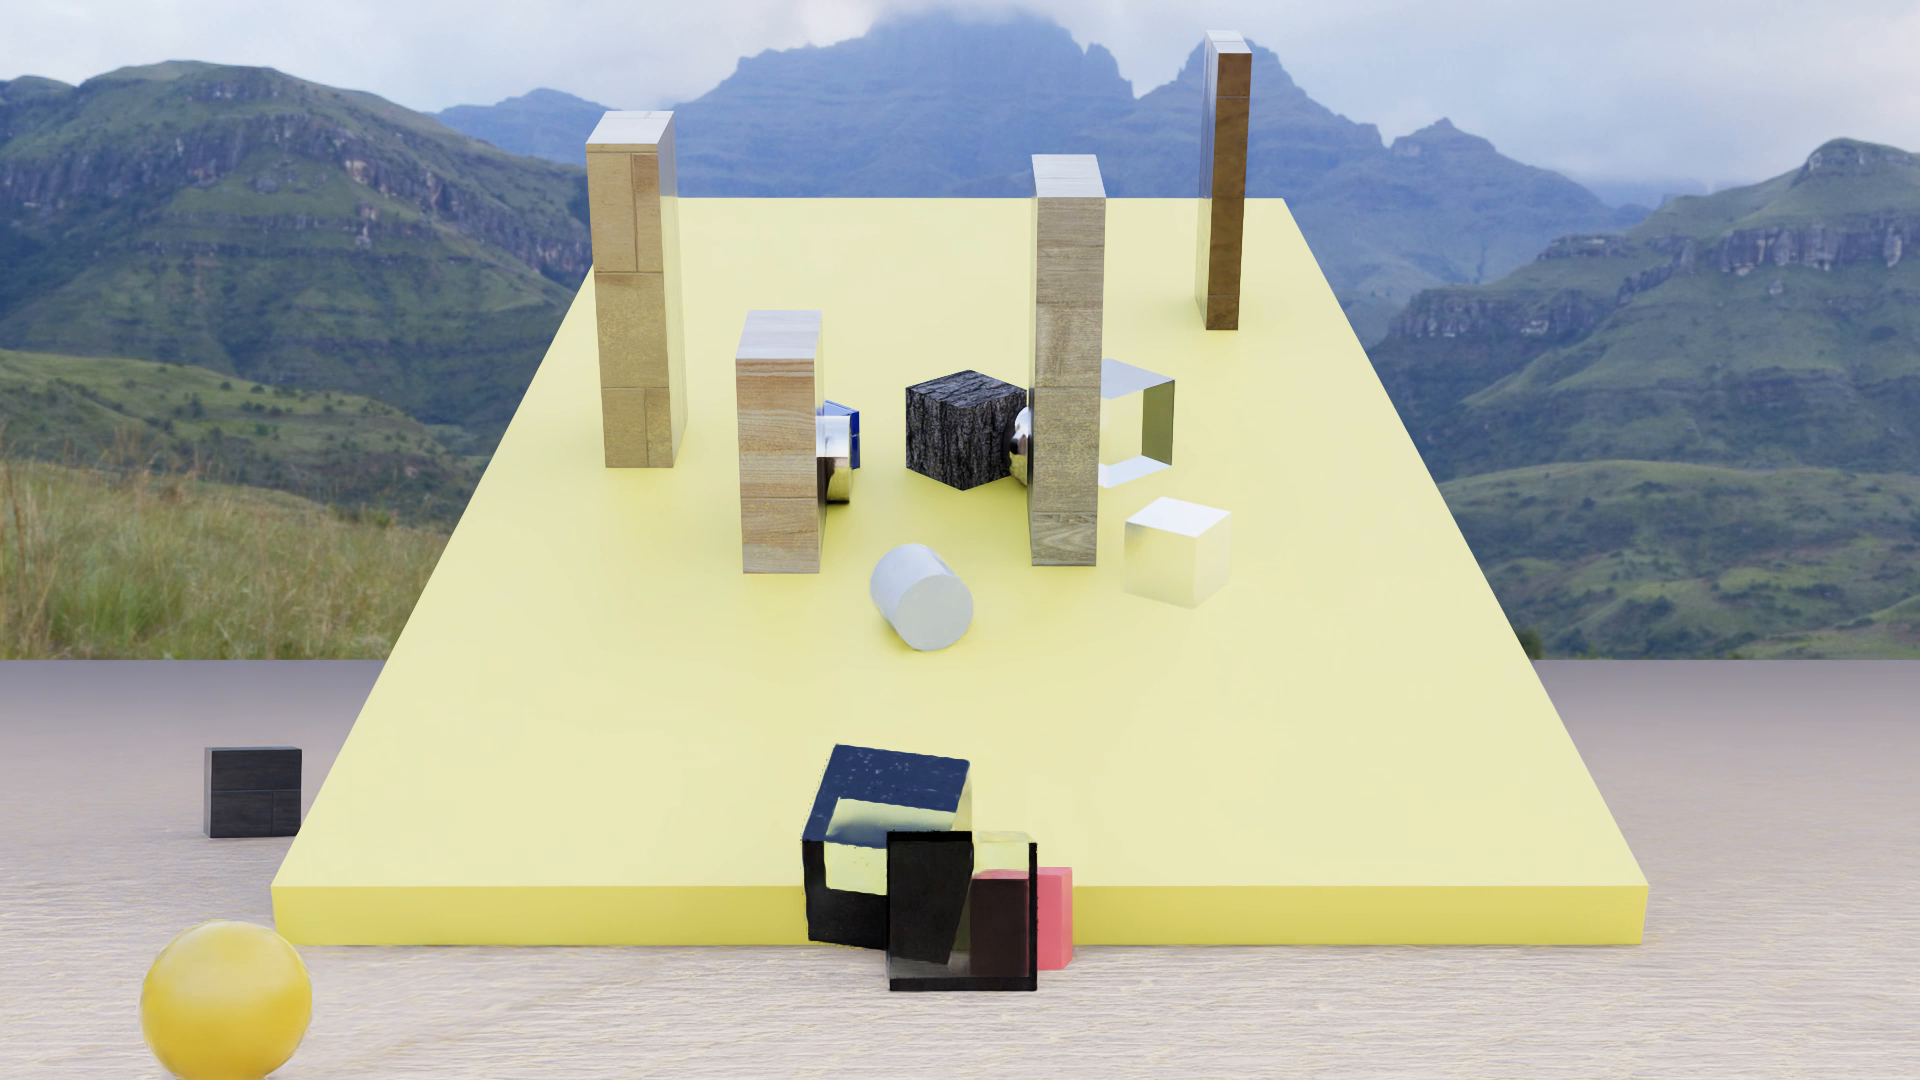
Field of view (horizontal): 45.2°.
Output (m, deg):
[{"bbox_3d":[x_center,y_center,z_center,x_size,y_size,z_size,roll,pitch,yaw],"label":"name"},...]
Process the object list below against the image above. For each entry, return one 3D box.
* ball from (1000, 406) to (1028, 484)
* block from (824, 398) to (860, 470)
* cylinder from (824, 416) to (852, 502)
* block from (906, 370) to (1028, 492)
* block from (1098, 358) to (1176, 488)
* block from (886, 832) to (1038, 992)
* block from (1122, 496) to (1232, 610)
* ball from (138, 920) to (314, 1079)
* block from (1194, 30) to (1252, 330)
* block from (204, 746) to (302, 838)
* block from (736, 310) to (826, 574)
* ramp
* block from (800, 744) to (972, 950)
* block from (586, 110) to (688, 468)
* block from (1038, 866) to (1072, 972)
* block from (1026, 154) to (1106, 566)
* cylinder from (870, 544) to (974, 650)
[{"bbox_3d":[0.175,-0.196,4.779,0.182,0.182,0.182,0,-3,0],"label":"ball"},{"bbox_3d":[-0.303,-0.214,4.890,0.128,0.128,0.128,-21,31,-41],"label":"block"},{"bbox_3d":[-0.312,-0.167,4.717,0.175,0.175,0.175,0,-3,0],"label":"cylinder"},{"bbox_3d":[0.013,-0.234,4.871,0.181,0.181,0.181,-19,29,-38],"label":"block"},{"bbox_3d":[0.314,-0.250,4.893,0.195,0.195,0.195,-19,30,-39],"label":"block"},{"bbox_3d":[-0.001,0.482,3.014,0.187,0.187,0.187,0,-3,-3],"label":"block"},{"bbox_3d":[0.405,0.024,4.303,0.146,0.146,0.146,14,26,30],"label":"block"},{"bbox_3d":[-0.723,0.458,2.276,0.164,0.164,0.164,0,-3,0],"label":"ball"},{"bbox_3d":[0.660,-0.907,5.815,0.081,0.696,0.301,0,23,0],"label":"block"},{"bbox_3d":[-1.676,0.595,5.463,0.202,0.202,0.202,1,-3,-22],"label":"block"},{"bbox_3d":[-0.341,-0.193,4.447,0.145,0.430,0.303,0,23,0],"label":"block"},{"bbox_3d":[-0.007,-0.224,5.211,2.000,0.100,4.000,0,23,0],"label":"ramp"},{"bbox_3d":[-0.099,0.439,3.263,0.197,0.197,0.197,6,37,9],"label":"block"},{"bbox_3d":[-0.682,-0.534,4.915,0.144,0.698,0.304,0,23,0],"label":"block"},{"bbox_3d":[0.084,0.520,3.181,0.128,0.128,0.128,0,-3,9],"label":"block"},{"bbox_3d":[0.200,-0.346,4.438,0.123,0.723,0.329,0,23,0],"label":"block"},{"bbox_3d":[-0.069,0.101,4.114,0.146,0.146,0.146,1,21,-22],"label":"cylinder"}]
